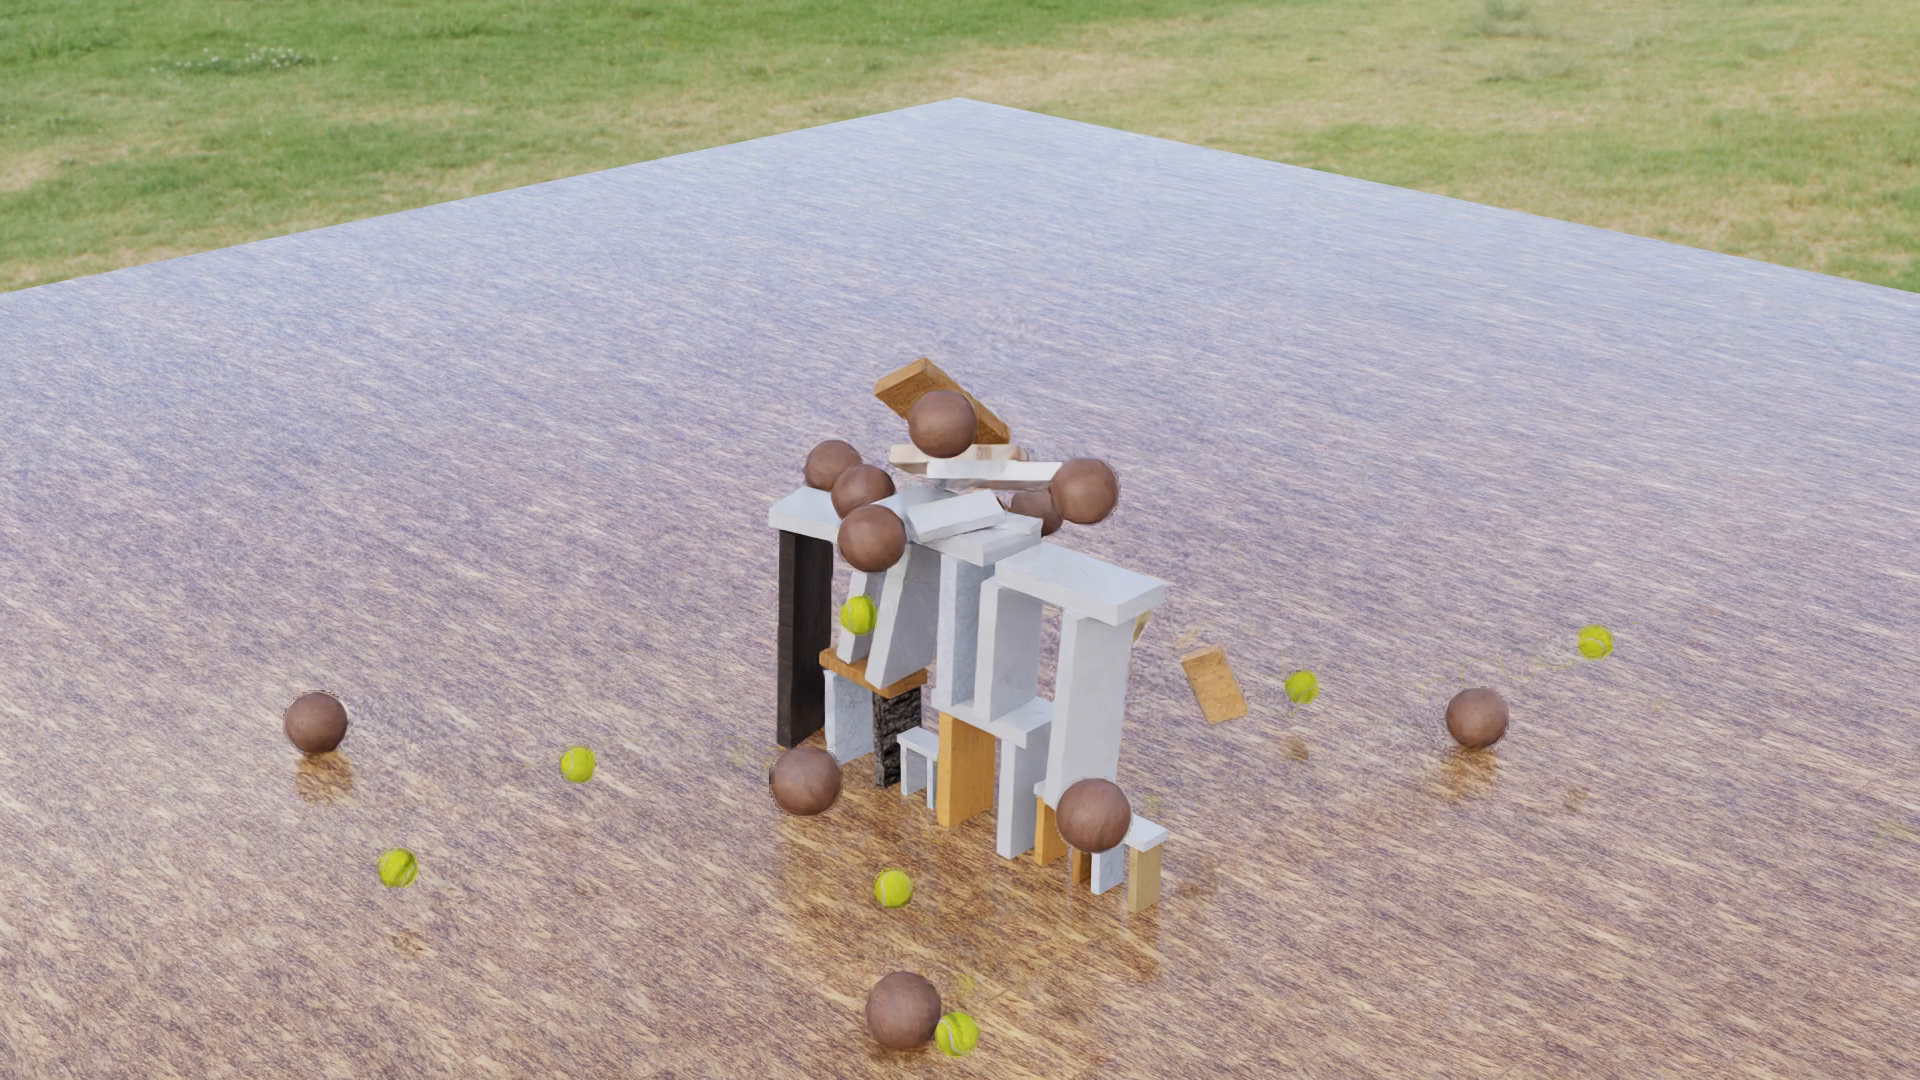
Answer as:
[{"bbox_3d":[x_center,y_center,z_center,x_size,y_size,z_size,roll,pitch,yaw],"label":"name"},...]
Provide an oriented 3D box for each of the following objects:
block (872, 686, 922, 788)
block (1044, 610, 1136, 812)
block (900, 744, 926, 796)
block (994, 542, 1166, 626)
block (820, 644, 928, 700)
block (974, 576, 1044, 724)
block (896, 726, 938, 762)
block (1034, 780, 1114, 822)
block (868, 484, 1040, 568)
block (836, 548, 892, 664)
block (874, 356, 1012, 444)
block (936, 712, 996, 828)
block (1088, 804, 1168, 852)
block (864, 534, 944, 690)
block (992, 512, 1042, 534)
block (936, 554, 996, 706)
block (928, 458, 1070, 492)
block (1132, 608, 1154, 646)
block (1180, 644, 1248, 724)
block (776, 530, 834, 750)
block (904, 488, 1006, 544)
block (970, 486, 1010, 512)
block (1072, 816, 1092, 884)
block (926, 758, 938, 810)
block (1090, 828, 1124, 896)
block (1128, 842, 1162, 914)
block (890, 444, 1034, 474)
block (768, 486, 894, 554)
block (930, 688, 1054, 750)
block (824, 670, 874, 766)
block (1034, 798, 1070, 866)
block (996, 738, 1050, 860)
[{"bbox_3d":[-0.129,0.396,4.551,0.108,0.215,0.030,-21,30,-40],"label":"block"},{"bbox_3d":[0.241,0.303,4.095,0.143,0.413,0.041,-16,33,-34],"label":"block"},{"bbox_3d":[-0.095,0.464,4.521,0.016,0.115,0.058,21,31,41],"label":"block"},{"bbox_3d":[0.219,0.078,4.043,0.286,0.041,0.143,19,29,38],"label":"block"},{"bbox_3d":[-0.180,0.263,4.549,0.108,0.030,0.215,-21,31,-40],"label":"block"},{"bbox_3d":[0.094,0.193,4.193,0.041,0.286,0.143,22,31,35],"label":"block"},{"bbox_3d":[-0.068,0.414,4.470,0.115,0.016,0.058,21,31,41],"label":"block"},{"bbox_3d":[0.218,0.491,4.207,0.072,0.020,0.143,-19,31,-40],"label":"block"},{"bbox_3d":[-0.012,-0.031,4.232,0.156,0.044,0.311,-21,30,-40],"label":"block"},{"bbox_3d":[-0.171,0.115,4.509,0.039,0.273,0.136,33,38,29],"label":"block"},{"bbox_3d":[-0.032,-0.252,4.335,0.129,0.258,0.037,-23,43,36],"label":"block"},{"bbox_3d":[0.013,0.439,4.400,0.127,0.254,0.036,-21,33,-41],"label":"block"},{"bbox_3d":[0.313,0.538,4.113,0.139,0.020,0.069,21,31,41],"label":"block"},{"bbox_3d":[-0.093,0.122,4.389,0.044,0.356,0.156,33,38,29],"label":"block"},{"bbox_3d":[0.102,-0.033,4.154,0.095,0.014,0.048,12,27,28],"label":"block"},{"bbox_3d":[0.030,0.154,4.249,0.156,0.311,0.044,-20,34,-39],"label":"block"},{"bbox_3d":[0.077,-0.125,4.274,0.258,0.037,0.129,2,-7,12],"label":"block"},{"bbox_3d":[0.337,0.148,4.427,0.085,0.024,0.170,16,64,35],"label":"block"},{"bbox_3d":[0.523,0.296,4.510,0.085,0.170,0.024,-18,29,17],"label":"block"},{"bbox_3d":[-0.328,0.189,4.643,0.039,0.518,0.136,19,32,27],"label":"block"},{"bbox_3d":[-0.010,-0.046,4.144,0.170,0.024,0.085,-14,36,-12],"label":"block"},{"bbox_3d":[0.059,-0.076,4.260,0.048,0.014,0.095,23,-6,30],"label":"block"},{"bbox_3d":[0.248,0.581,4.206,0.072,0.143,0.020,-20,31,-40],"label":"block"},{"bbox_3d":[-0.041,0.485,4.471,0.016,0.115,0.058,21,31,41],"label":"block"},{"bbox_3d":[0.281,0.598,4.174,0.020,0.139,0.069,21,31,41],"label":"block"},{"bbox_3d":[0.346,0.623,4.114,0.020,0.139,0.069,21,31,41],"label":"block"},{"bbox_3d":[0.005,-0.159,4.335,0.258,0.037,0.129,1,-7,17],"label":"block"},{"bbox_3d":[-0.237,-0.041,4.469,0.273,0.039,0.136,14,27,25],"label":"block"},{"bbox_3d":[0.078,0.329,4.287,0.254,0.036,0.127,21,31,40],"label":"block"},{"bbox_3d":[-0.233,0.361,4.635,0.108,0.215,0.030,-20,30,-39],"label":"block"},{"bbox_3d":[0.180,0.555,4.268,0.072,0.143,0.020,-19,32,-38],"label":"block"},{"bbox_3d":[0.133,0.486,4.290,0.127,0.254,0.036,-21,33,-40],"label":"block"}]
